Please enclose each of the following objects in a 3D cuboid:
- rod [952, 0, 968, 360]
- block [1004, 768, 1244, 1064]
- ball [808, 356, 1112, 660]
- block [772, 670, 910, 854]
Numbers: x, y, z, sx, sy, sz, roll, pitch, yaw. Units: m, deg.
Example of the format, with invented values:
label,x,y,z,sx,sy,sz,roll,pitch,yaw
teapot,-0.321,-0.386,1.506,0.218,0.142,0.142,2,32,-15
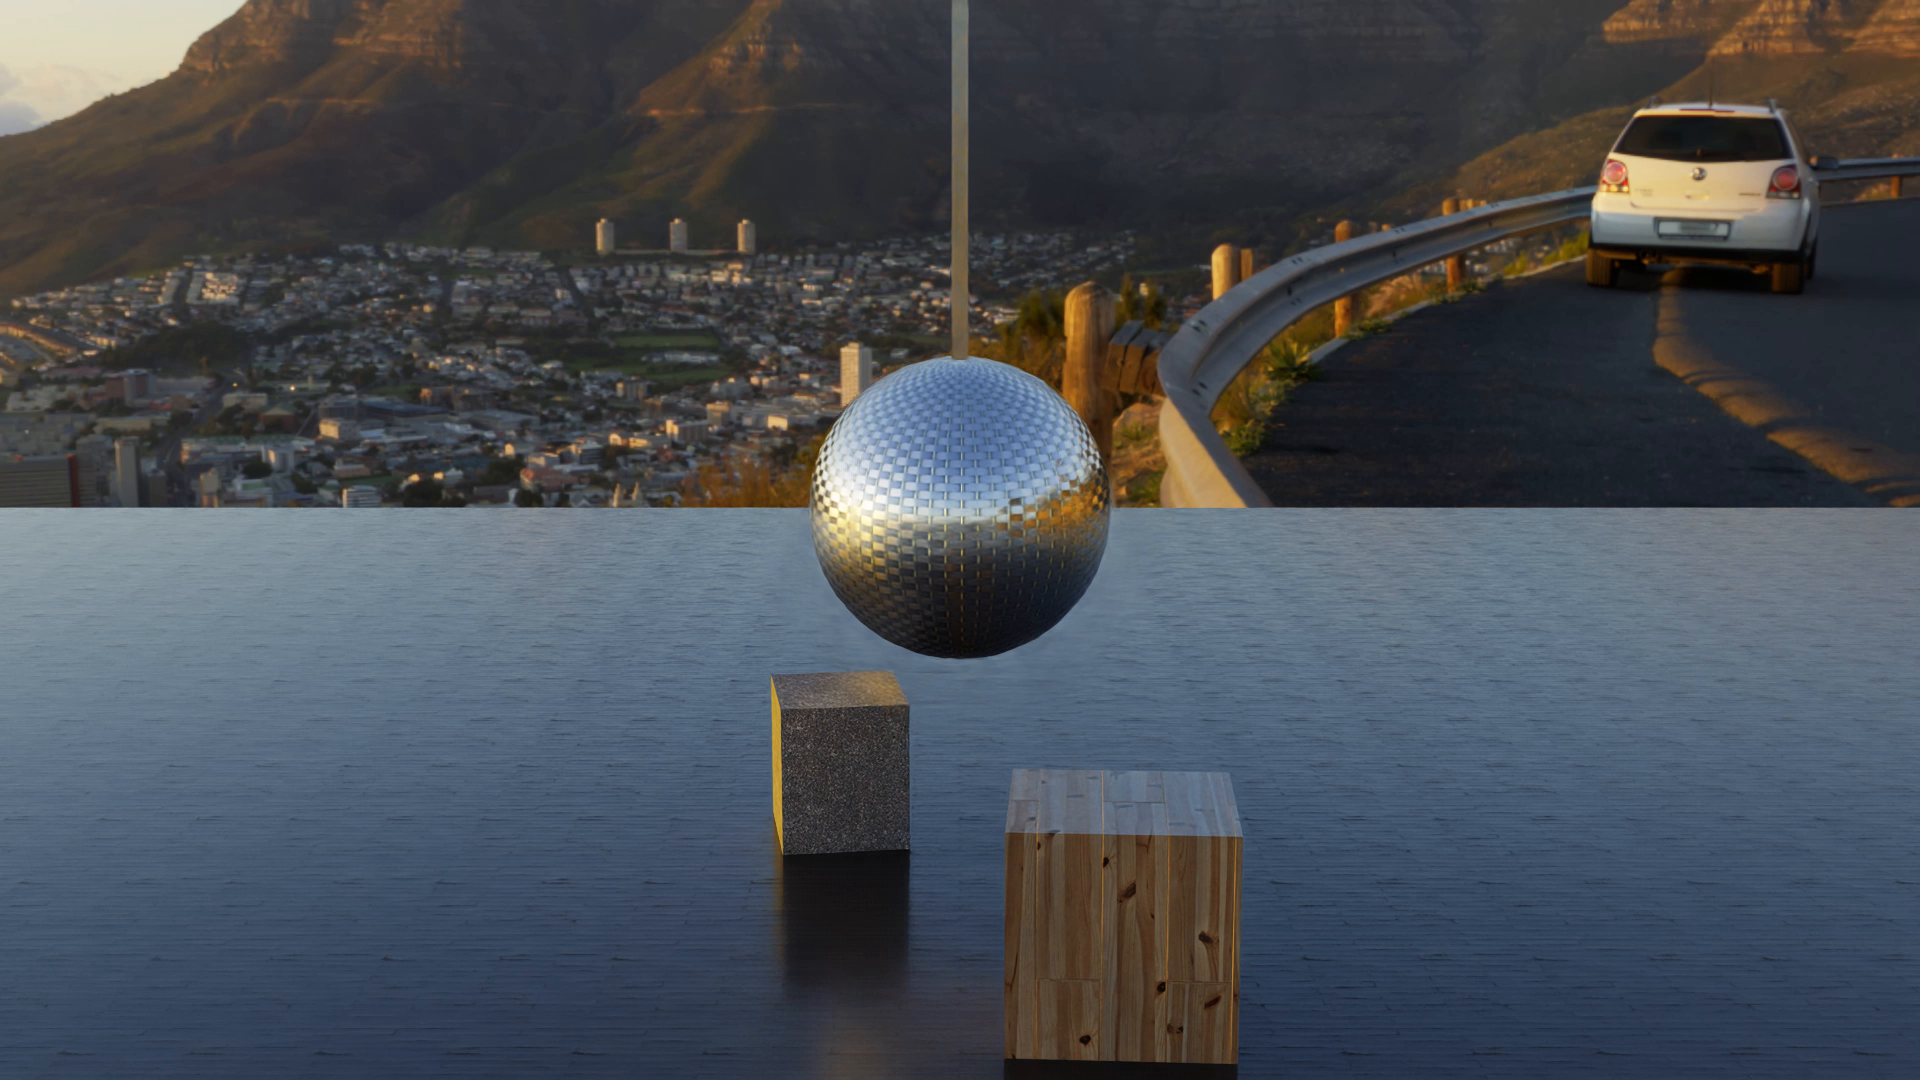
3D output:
label,x,y,z,sx,sy,sz,roll,pitch,yaw
rod,0.000,-3.458,10.758,0.080,5.200,0.080,0,15,0
block,0.646,1.488,8.836,0.900,0.911,0.861,1,10,3
ball,0.000,-0.170,11.625,1.600,1.600,1.600,0,10,0
block,-0.621,1.128,11.278,0.637,0.746,0.726,-2,10,-8
